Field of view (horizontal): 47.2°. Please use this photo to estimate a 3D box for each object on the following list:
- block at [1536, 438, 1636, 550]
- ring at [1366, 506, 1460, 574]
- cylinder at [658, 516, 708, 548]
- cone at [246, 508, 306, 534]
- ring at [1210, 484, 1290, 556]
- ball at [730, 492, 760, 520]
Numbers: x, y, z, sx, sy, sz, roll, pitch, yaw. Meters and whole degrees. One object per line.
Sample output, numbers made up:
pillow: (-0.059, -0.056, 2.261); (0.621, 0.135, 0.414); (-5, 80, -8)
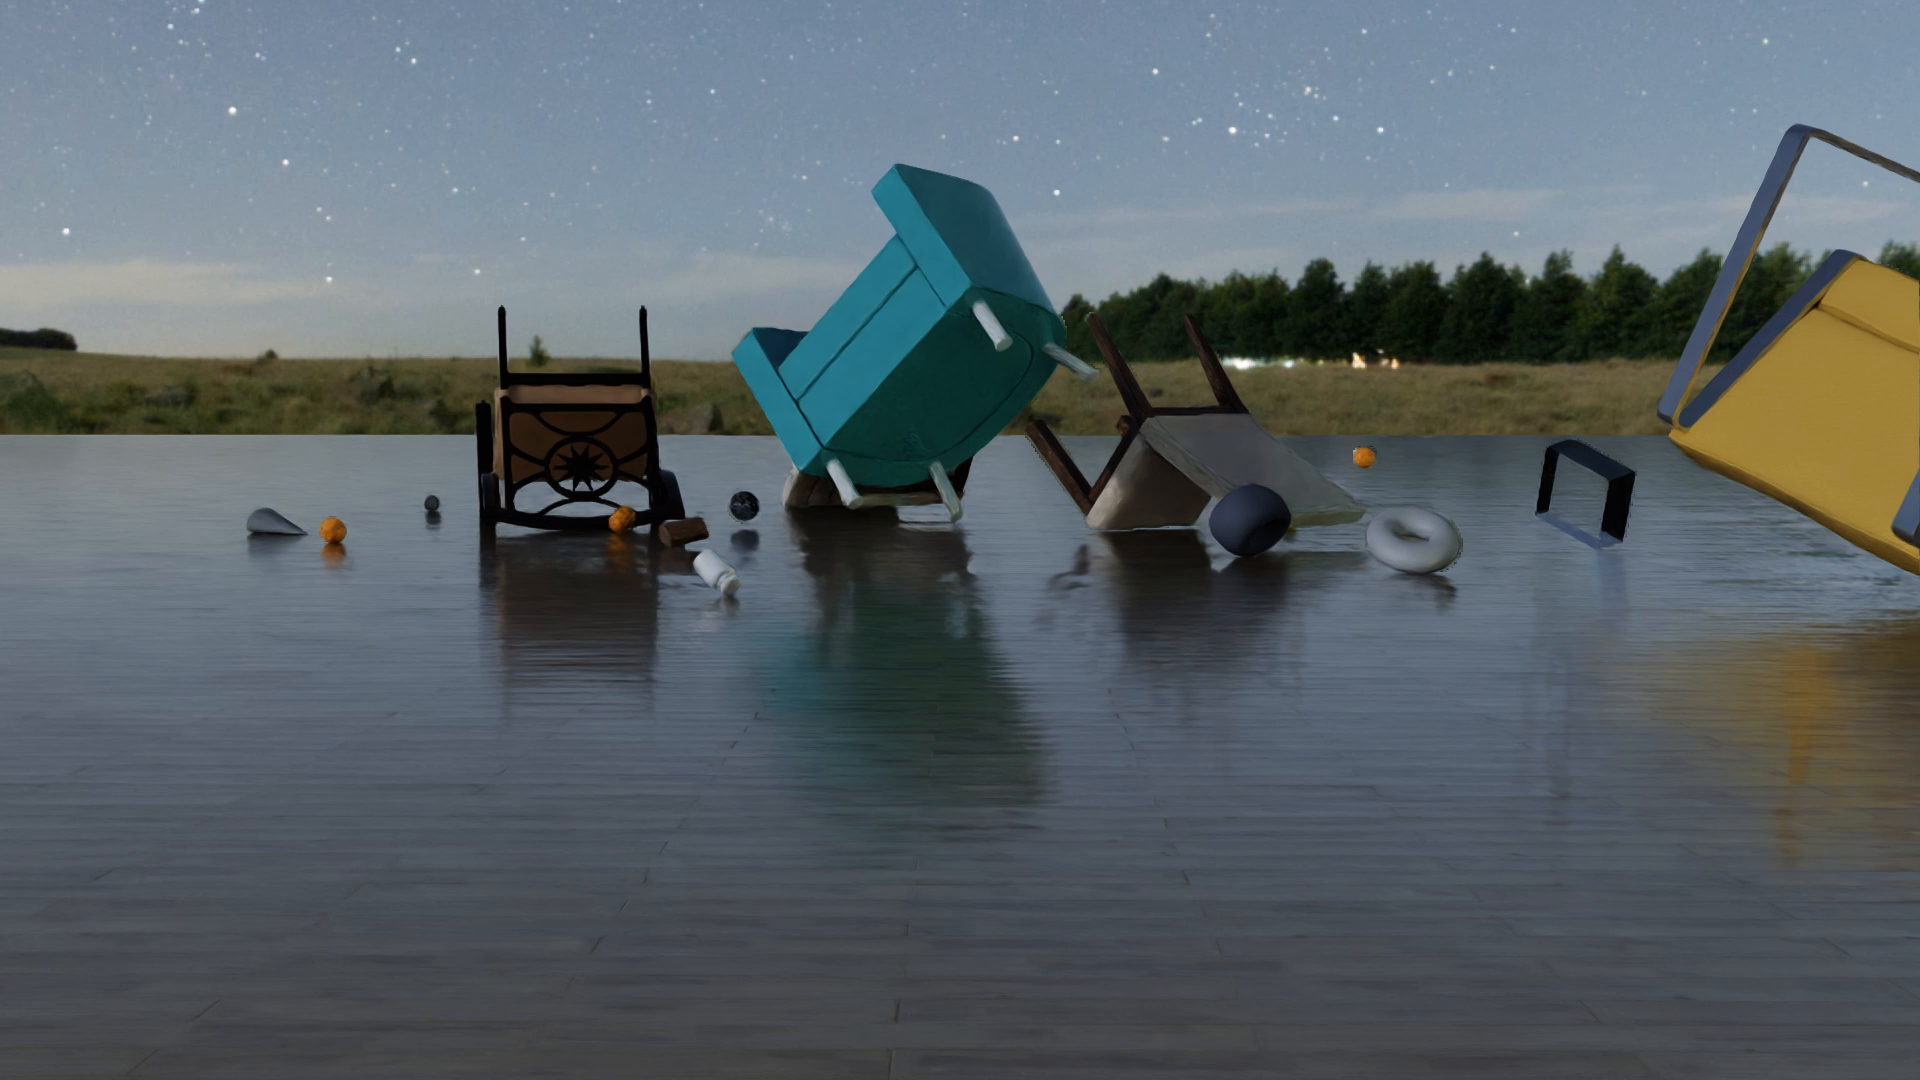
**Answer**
block: (1.755, -0.129, 6.177); (0.101, 0.221, 0.239); (-15, 33, -28)
ring: (1.122, 0.000, 5.443); (0.225, 0.070, 0.279); (-3, 29, 0)
cylinder: (-0.788, -0.024, 6.256); (0.112, 0.064, 0.100); (-14, 24, -25)
cone: (-2.094, -0.039, 6.822); (0.215, 0.078, 0.115); (14, 25, 29)
ring: (0.777, -0.053, 5.886); (0.261, 0.192, 0.129); (-4, 43, -52)
ball: (-0.715, -0.113, 7.291); (0.098, 0.098, 0.098); (0, 4, 0)
